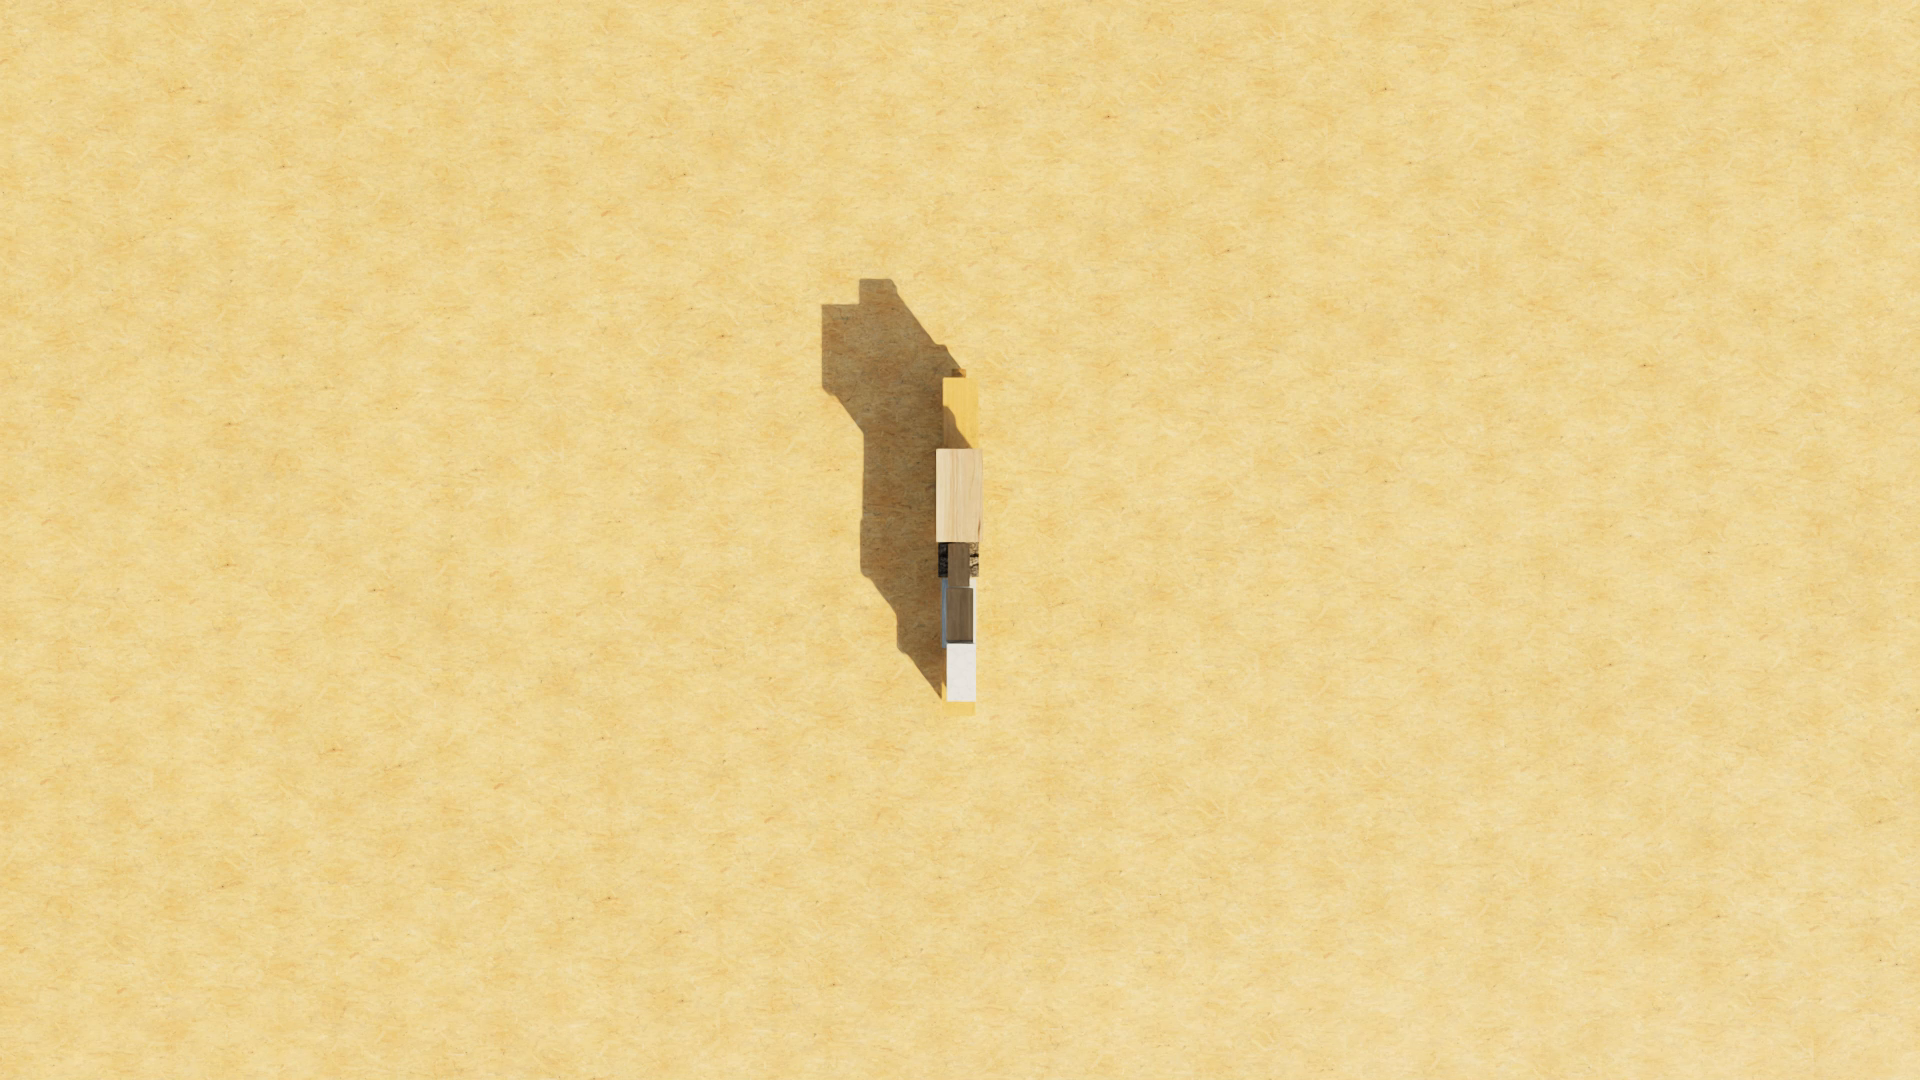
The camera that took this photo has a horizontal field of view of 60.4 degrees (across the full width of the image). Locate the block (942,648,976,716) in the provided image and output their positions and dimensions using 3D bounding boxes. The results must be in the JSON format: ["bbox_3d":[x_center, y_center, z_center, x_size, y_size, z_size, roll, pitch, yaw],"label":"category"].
[{"bbox_3d":[-0.004,0.455,5.274,0.105,0.030,0.211,0,90,0],"label":"block"}]

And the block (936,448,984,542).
[{"bbox_3d":[-0.001,-0.132,4.911,0.138,0.039,0.275,0,90,0],"label":"block"}]

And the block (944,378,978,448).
[{"bbox_3d":[0.003,-0.388,5.072,0.109,0.031,0.219,0,90,0],"label":"block"}]

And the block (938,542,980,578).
[{"bbox_3d":[-0.004,-0.011,5.224,0.129,0.036,0.257,0,90,0],"label":"block"}]

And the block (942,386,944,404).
[{"bbox_3d":[-0.002,-0.460,5.215,0.109,0.256,0.031,0,89,0],"label":"block"}]

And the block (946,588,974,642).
[{"bbox_3d":[0.000,0.230,5.070,0.082,0.023,0.165,0,90,0],"label":"block"}]

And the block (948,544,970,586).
[{"bbox_3d":[-0.003,0.077,5.064,0.066,0.019,0.132,0,90,0],"label":"block"}]

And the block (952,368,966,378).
[{"bbox_3d":[-0.003,-0.512,5.396,0.049,0.014,0.097,0,90,0],"label":"block"}]

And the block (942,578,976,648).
[{"bbox_3d":[-0.003,0.233,5.262,0.111,0.031,0.222,0,90,0],"label":"block"}]

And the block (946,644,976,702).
[{"bbox_3d":[0.004,0.406,5.057,0.088,0.025,0.176,0,90,0],"label":"block"}]
